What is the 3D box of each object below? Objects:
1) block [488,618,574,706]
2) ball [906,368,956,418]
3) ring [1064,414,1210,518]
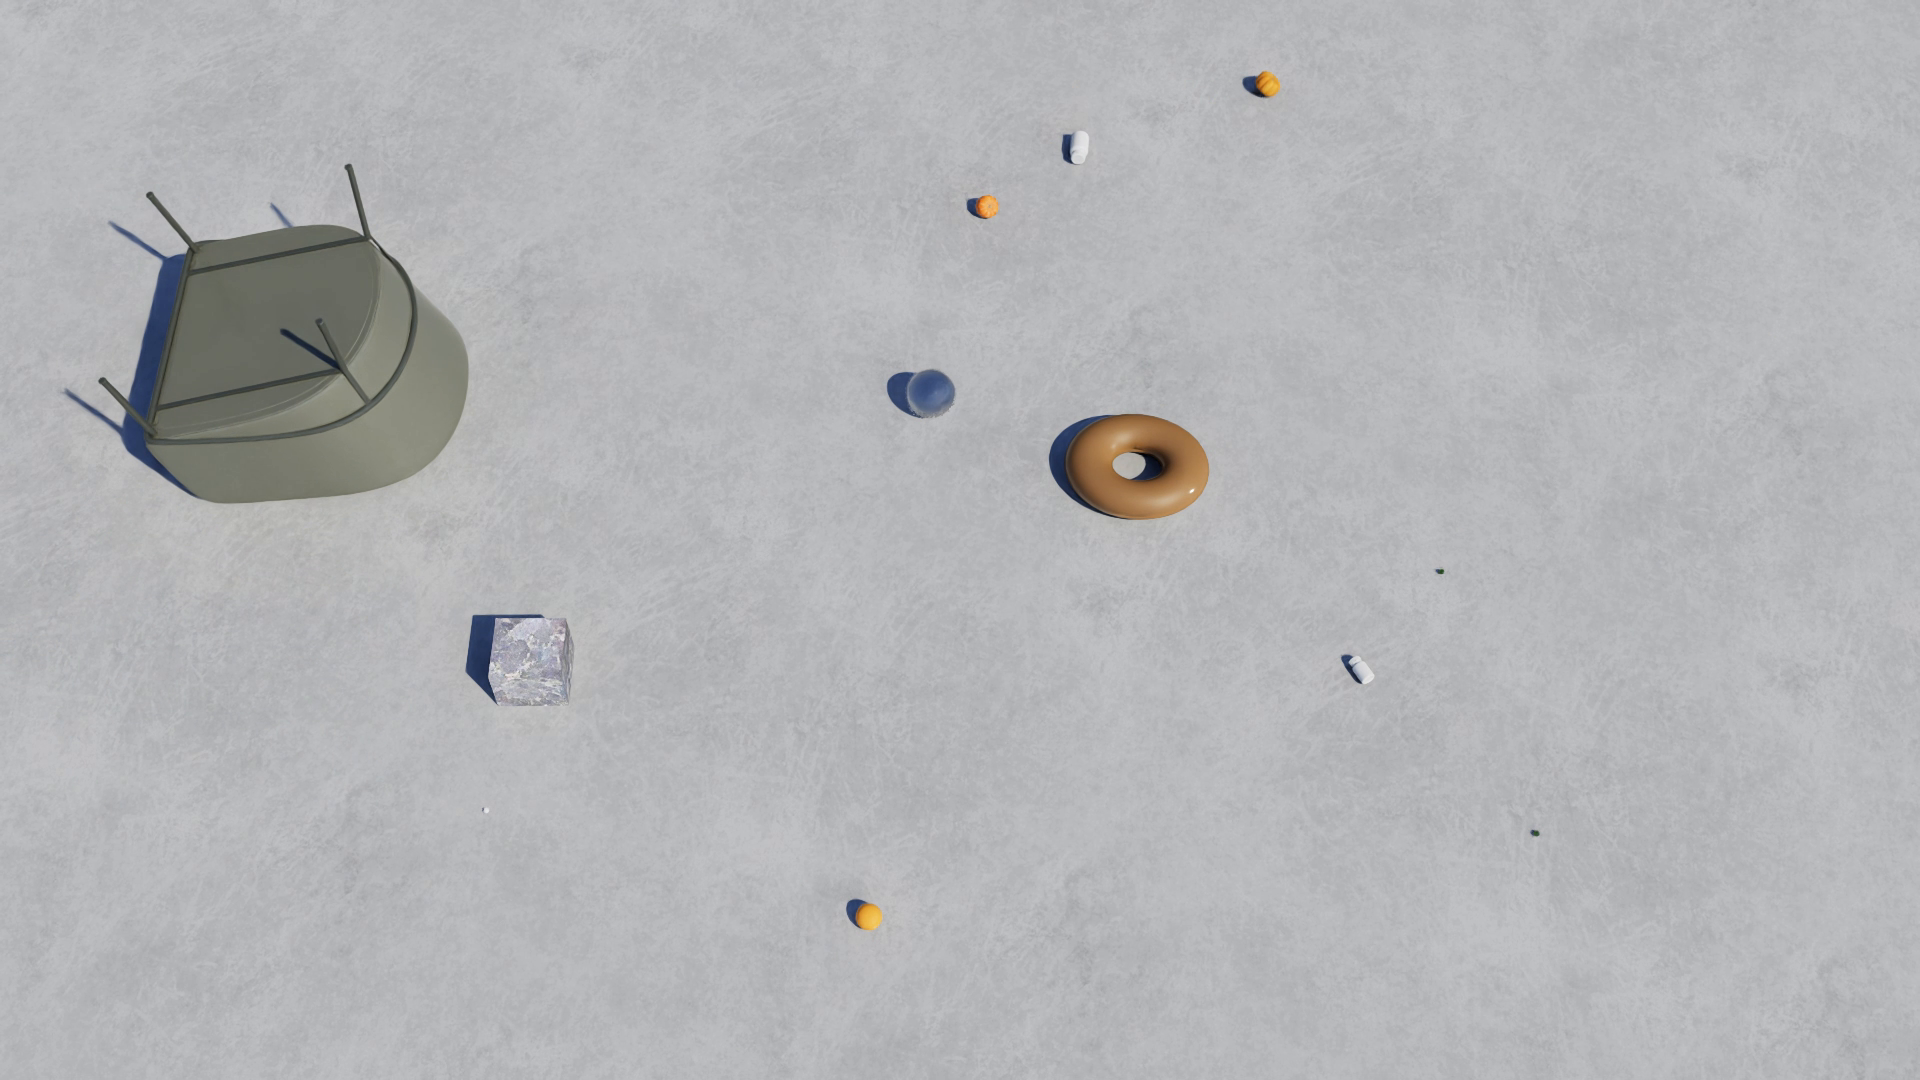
[{"bbox_3d":[-1.214,0.347,6.243,0.200,0.162,0.193,0,56,0],"label":"block"},{"bbox_3d":[-0.089,-0.453,6.787,0.150,0.150,0.150,0,56,0],"label":"ball"},{"bbox_3d":[0.535,-0.224,6.663,0.441,0.105,0.373,5,57,3],"label":"ring"}]
